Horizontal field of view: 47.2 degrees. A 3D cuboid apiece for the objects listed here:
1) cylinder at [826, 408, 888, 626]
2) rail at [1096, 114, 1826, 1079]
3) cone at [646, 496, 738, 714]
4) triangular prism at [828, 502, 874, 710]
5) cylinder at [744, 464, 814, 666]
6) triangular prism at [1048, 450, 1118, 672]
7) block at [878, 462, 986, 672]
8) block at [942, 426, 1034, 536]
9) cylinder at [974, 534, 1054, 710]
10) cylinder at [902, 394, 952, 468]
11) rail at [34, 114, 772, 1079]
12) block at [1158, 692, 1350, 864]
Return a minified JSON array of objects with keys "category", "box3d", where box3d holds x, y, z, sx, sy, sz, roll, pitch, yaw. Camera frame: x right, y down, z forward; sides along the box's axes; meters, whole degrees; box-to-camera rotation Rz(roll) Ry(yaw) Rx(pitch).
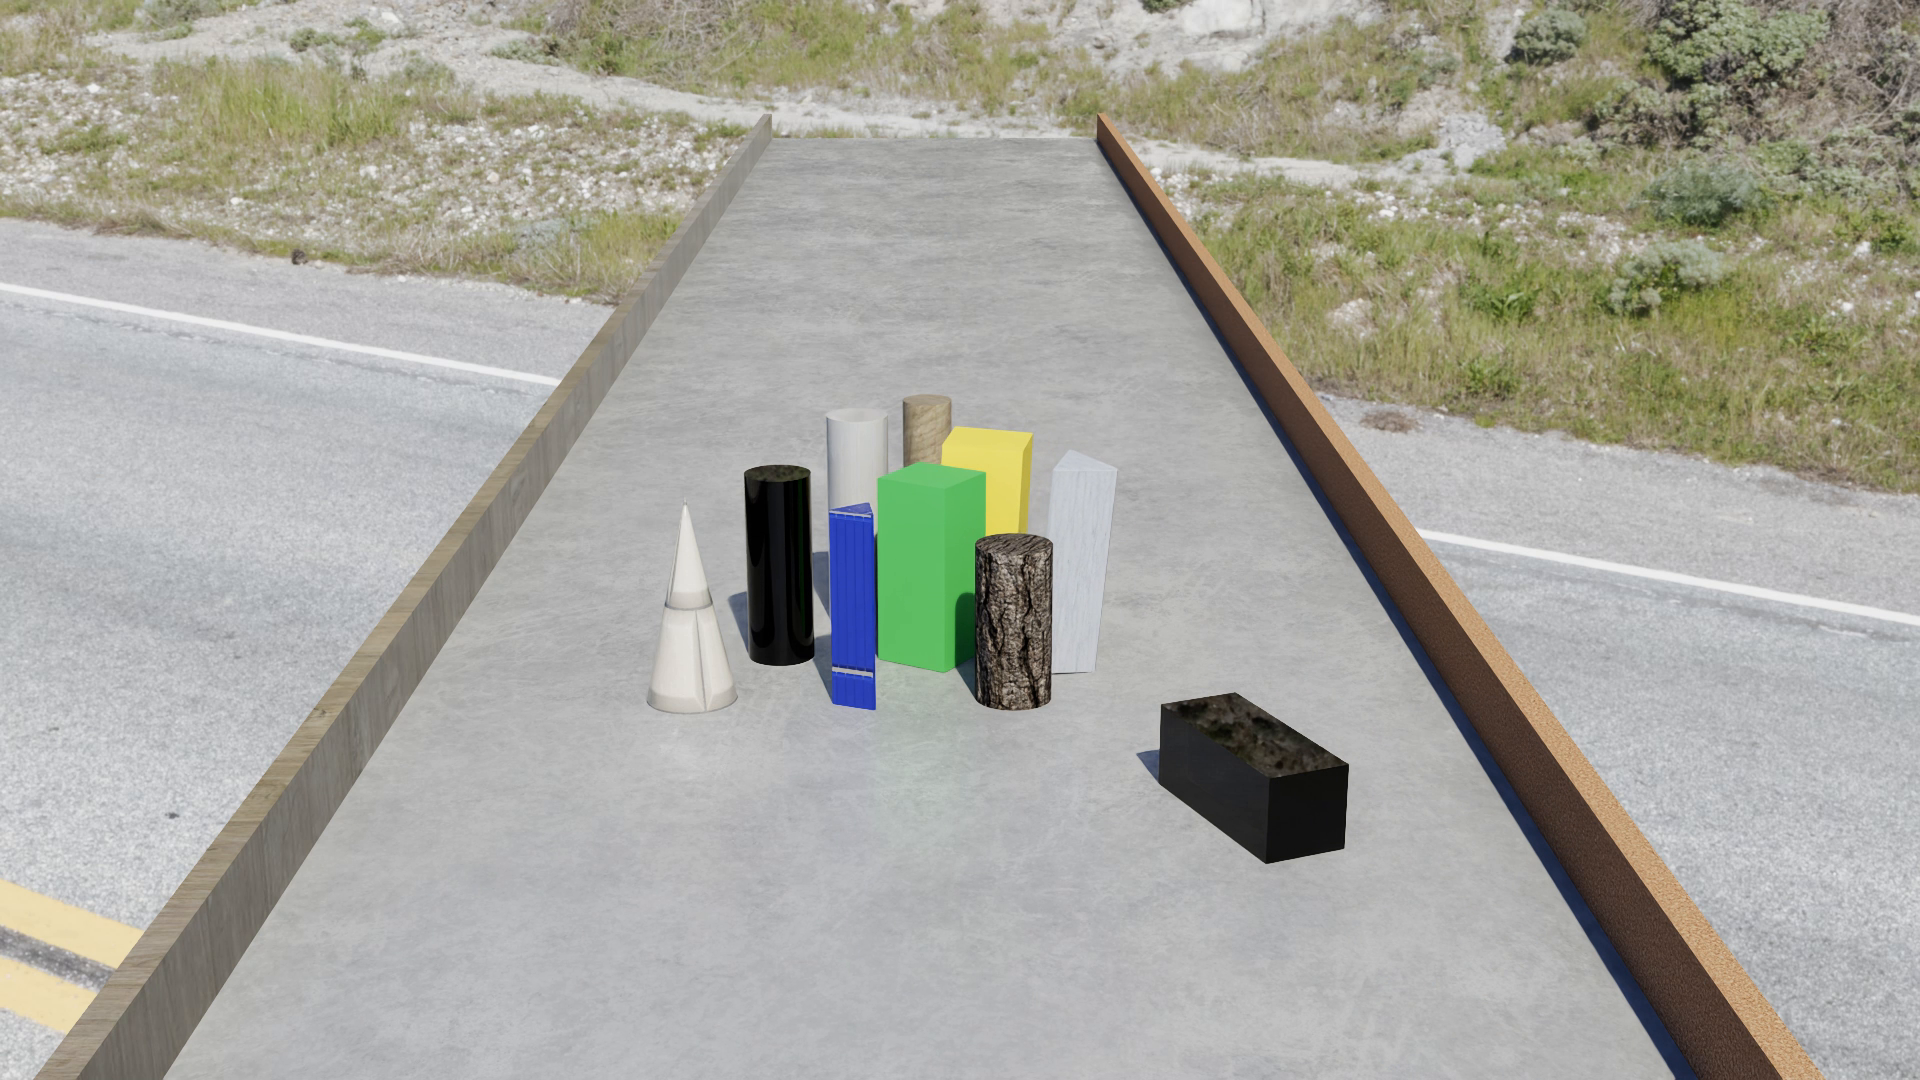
[{"category":"cylinder","box3d":[-0.213,-0.047,4.610,0.128,0.442,0.128,0,17,0]},{"category":"rail","box3d":[0.932,-0.844,7.801,0.050,0.150,12.000,0,17,-1]},{"category":"cone","box3d":[-0.512,0.110,4.151,0.173,0.402,0.173,0,17,0]},{"category":"triangular prism","box3d":[-0.187,0.123,4.143,0.089,0.382,0.077,7,18,22]},{"category":"cylinder","box3d":[-0.360,0.050,4.391,0.133,0.380,0.133,0,17,0]},{"category":"triangular prism","box3d":[0.210,0.042,4.306,0.127,0.427,0.110,-1,23,-14]},{"category":"block","box3d":[-0.056,0.052,4.392,0.156,0.375,0.156,10,19,30]},{"category":"block","box3d":[0.048,-0.017,4.566,0.164,0.399,0.164,5,17,8]},{"category":"cylinder","box3d":[0.102,0.154,4.171,0.147,0.306,0.147,0,17,0]},{"category":"cylinder","box3d":[-0.072,-0.106,4.852,0.107,0.417,0.107,0,17,0]},{"category":"rail","box3d":[-1.118,-0.838,7.780,0.050,0.150,12.000,0,17,-1]},{"category":"block","box3d":[0.482,0.390,3.658,0.147,0.147,0.357,-7,18,-22]}]
